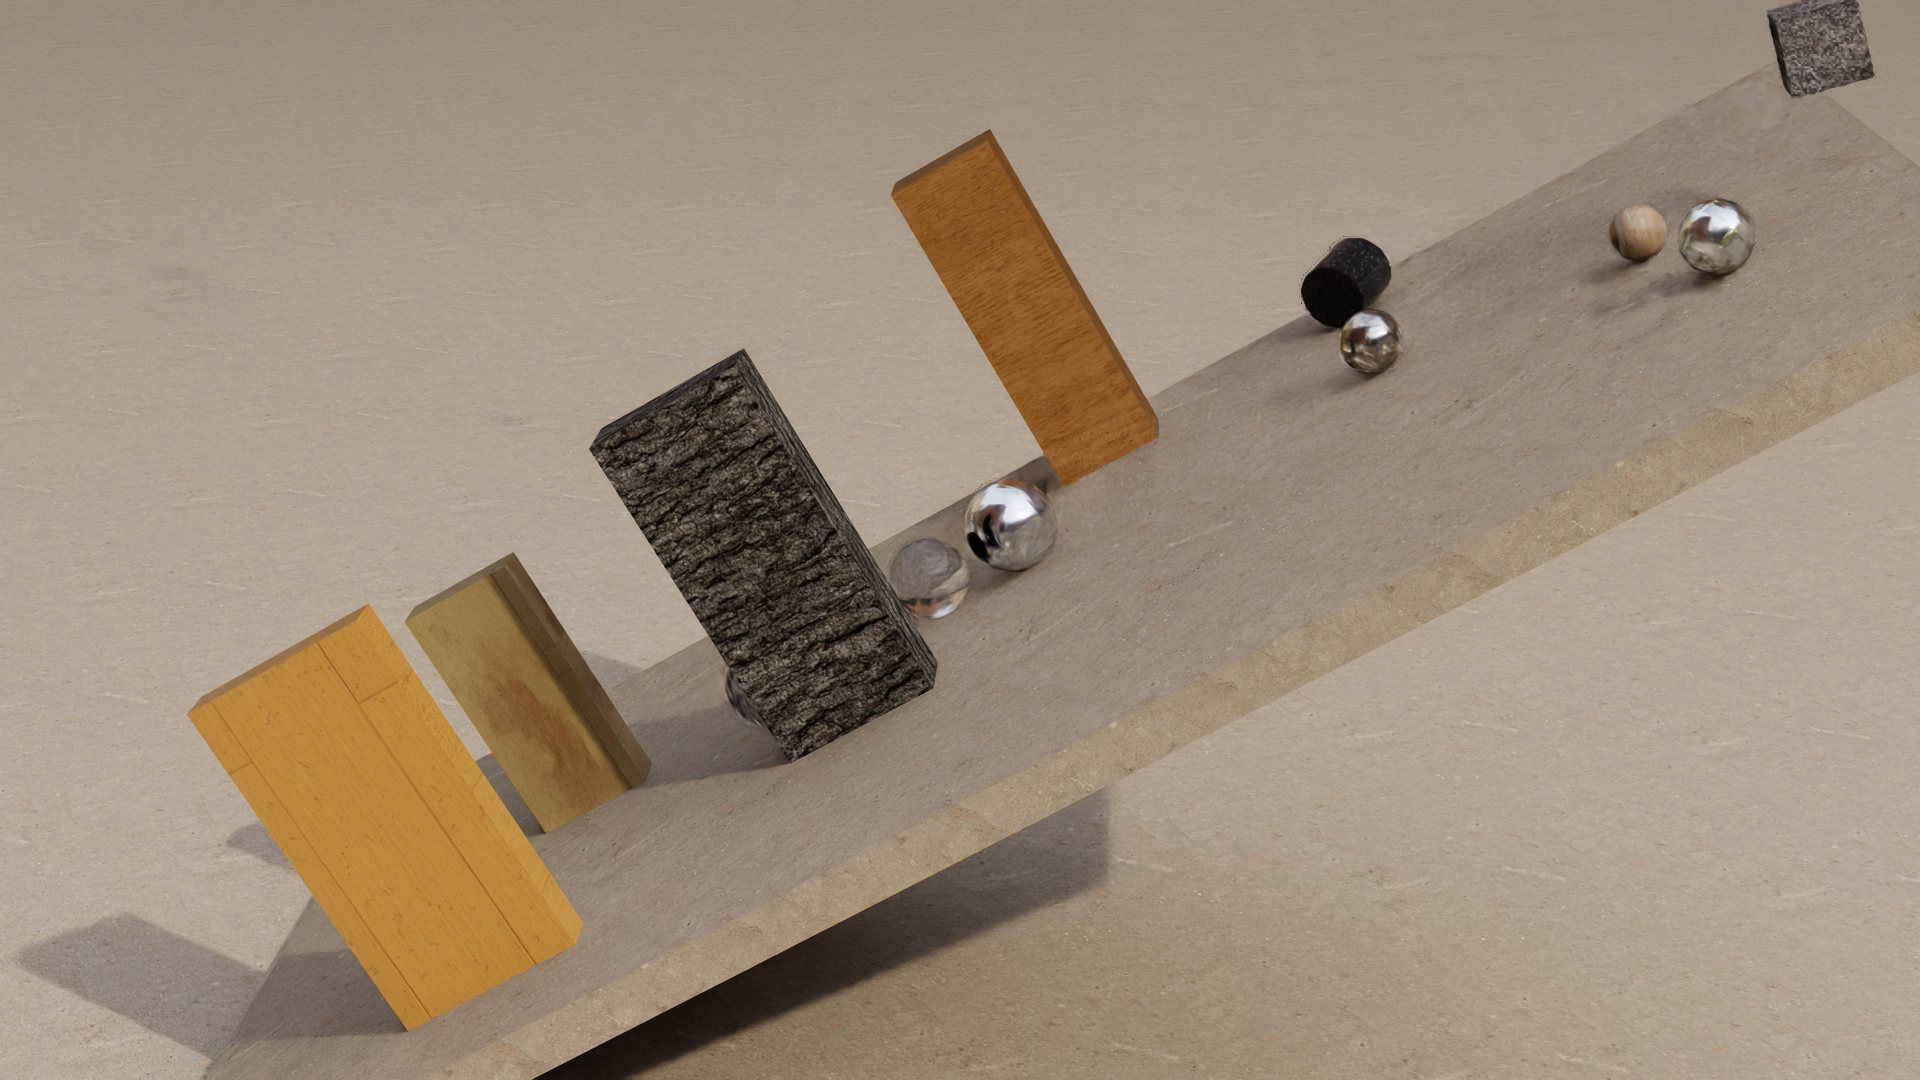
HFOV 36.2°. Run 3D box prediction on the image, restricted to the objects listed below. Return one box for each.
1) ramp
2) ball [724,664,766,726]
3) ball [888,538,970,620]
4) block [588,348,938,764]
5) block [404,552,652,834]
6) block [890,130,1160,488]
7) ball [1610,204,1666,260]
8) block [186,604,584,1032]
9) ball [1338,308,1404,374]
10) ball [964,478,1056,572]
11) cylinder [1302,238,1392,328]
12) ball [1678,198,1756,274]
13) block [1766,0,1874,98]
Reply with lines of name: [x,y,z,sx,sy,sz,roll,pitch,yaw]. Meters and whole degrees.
ramp: [0.142,0.168,6.285,4.000,0.100,2.000,-28,15,12]
ball: [-0.406,0.301,6.340,0.204,0.204,0.204,0,19,0]
ball: [-0.068,0.084,6.429,0.177,0.177,0.177,0,19,0]
block: [-0.395,0.037,6.035,0.346,0.781,0.147,-28,15,12]
block: [-0.959,0.343,6.561,0.265,0.580,0.099,-28,15,12]
block: [0.156,-0.532,6.787,0.252,0.794,0.143,-28,15,12]
ball: [1.381,-0.627,5.992,0.114,0.114,0.114,0,19,0]
block: [-1.126,0.553,5.796,0.401,0.780,0.095,-28,15,12]
ball: [0.879,-0.425,6.290,0.137,0.137,0.137,0,19,0]
ball: [0.110,-0.033,6.409,0.202,0.202,0.202,0,19,0]
cylinder: [0.892,-0.594,6.787,0.155,0.155,0.155,11,37,30]
ball: [1.450,-0.581,5.637,0.146,0.146,0.146,0,19,0]
block: [1.703,-0.983,5.824,0.159,0.159,0.159,-14,14,13]
